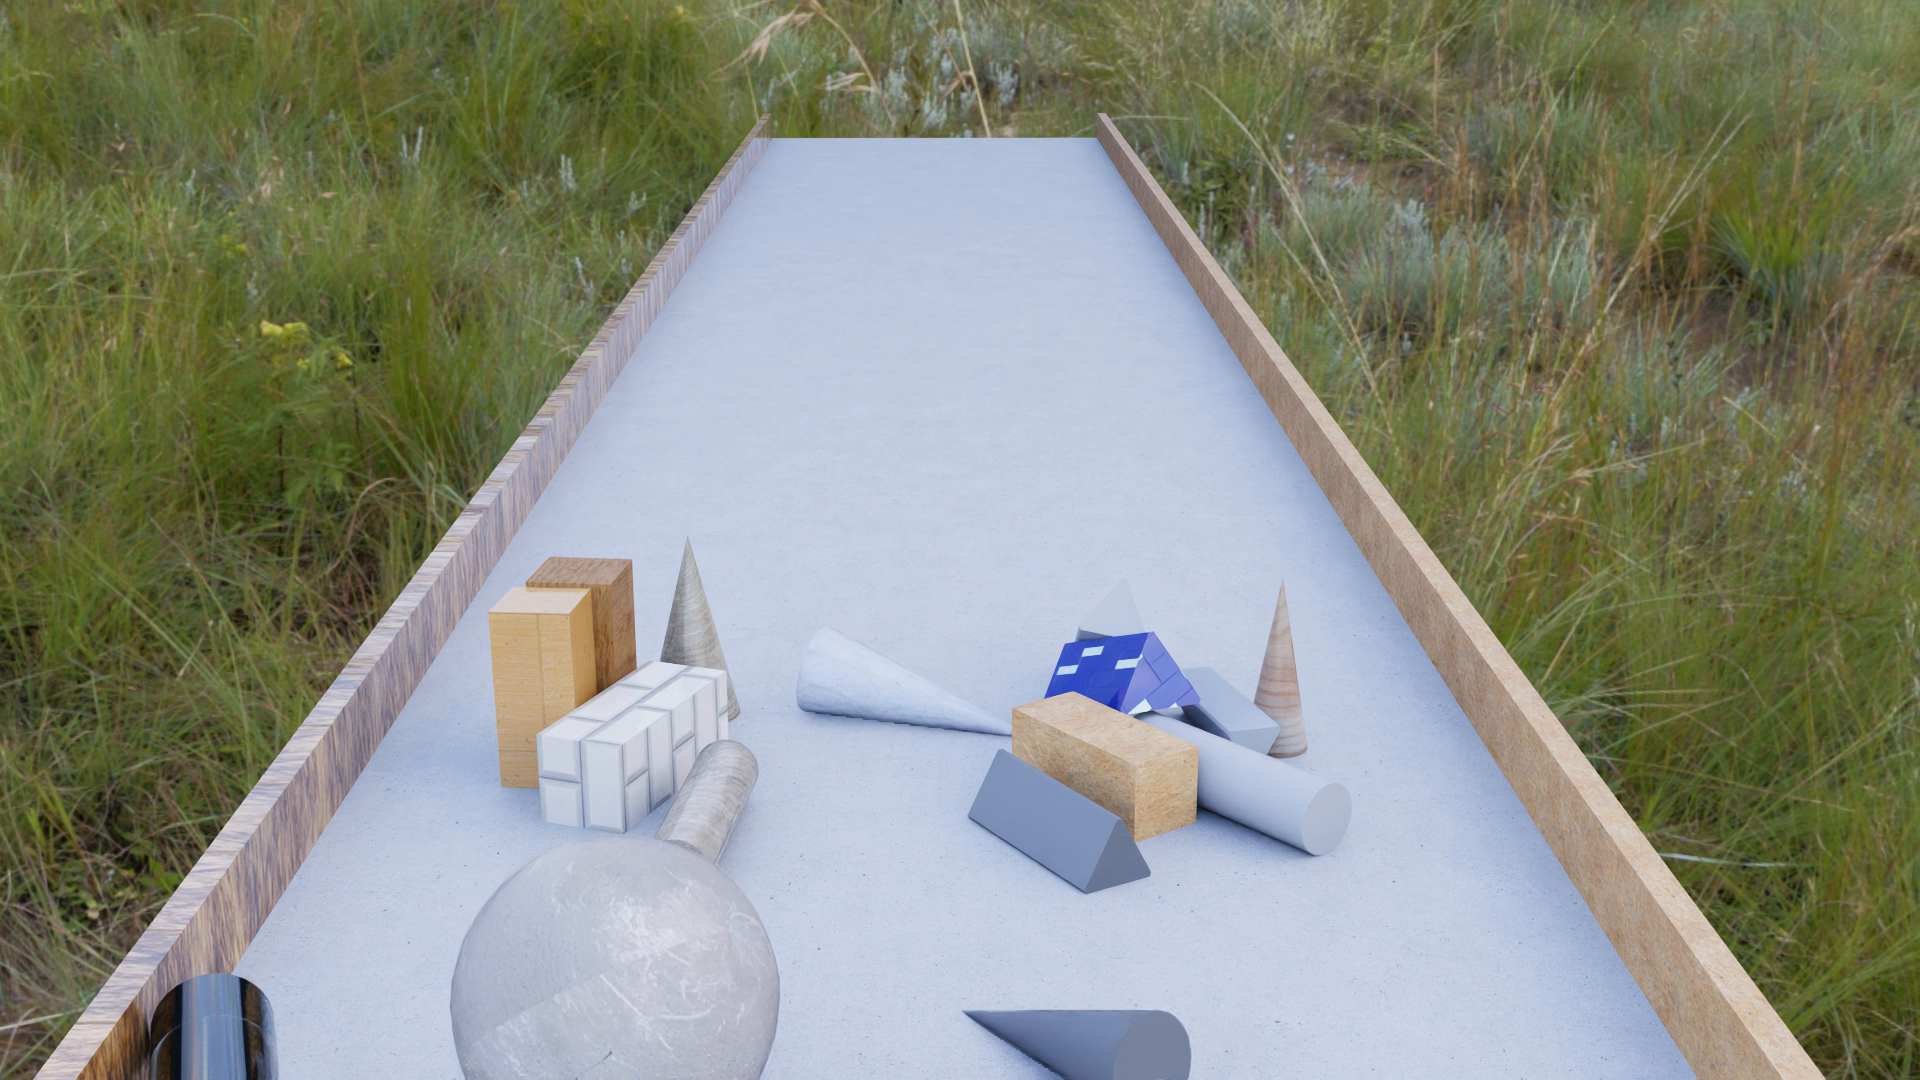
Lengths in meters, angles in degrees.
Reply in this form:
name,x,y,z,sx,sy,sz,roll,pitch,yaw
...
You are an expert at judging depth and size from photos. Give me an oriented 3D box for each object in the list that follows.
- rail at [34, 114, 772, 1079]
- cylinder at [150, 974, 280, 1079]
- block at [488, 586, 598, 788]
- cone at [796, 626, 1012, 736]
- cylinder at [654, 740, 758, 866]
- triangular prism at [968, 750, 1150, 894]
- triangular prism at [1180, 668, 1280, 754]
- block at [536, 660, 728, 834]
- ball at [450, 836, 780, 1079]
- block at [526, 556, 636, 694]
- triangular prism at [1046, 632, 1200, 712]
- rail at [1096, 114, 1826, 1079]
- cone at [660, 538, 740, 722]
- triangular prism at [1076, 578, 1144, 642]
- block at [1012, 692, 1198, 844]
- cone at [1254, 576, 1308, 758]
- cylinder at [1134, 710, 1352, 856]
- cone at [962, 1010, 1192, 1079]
name,x,y,z,sx,sy,sz,roll,pitch,yaw
rail,-1.118,-0.838,7.780,0.050,0.150,12.000,0,17,-1
cylinder,-0.903,0.682,2.666,0.153,0.153,0.388,-6,17,-18
block,-0.716,0.255,3.807,0.140,0.318,0.140,1,17,6
cone,-0.065,0.301,4.072,0.451,0.165,0.165,17,21,17
cylinder,-0.414,0.447,3.536,0.108,0.108,0.409,1,17,5
triangular prism,0.157,0.441,3.541,0.126,0.109,0.339,-10,19,-30
triangular prism,0.480,0.306,3.975,0.085,0.098,0.319,-34,22,-5
block,-0.556,0.350,3.780,0.154,0.154,0.385,6,18,20
ball,-0.415,0.557,2.663,0.395,0.395,0.395,0,17,0
block,-0.674,0.211,3.943,0.152,0.328,0.152,2,17,6
triangular prism,0.274,0.240,3.960,0.152,0.132,0.369,-6,-3,-21
rail,0.932,-0.844,7.801,0.050,0.150,12.000,0,17,-1
cone,-0.500,0.157,4.086,0.173,0.349,0.173,0,17,0
triangular prism,0.288,0.157,4.160,0.123,0.106,0.417,12,-10,3
block,0.241,0.379,3.714,0.136,0.136,0.323,-12,20,-35
cone,0.570,0.218,3.927,0.115,0.322,0.115,0,17,0
cylinder,0.452,0.400,3.669,0.121,0.121,0.420,-13,21,-38
cone,0.122,0.656,2.900,0.141,0.141,0.369,-14,11,-39
